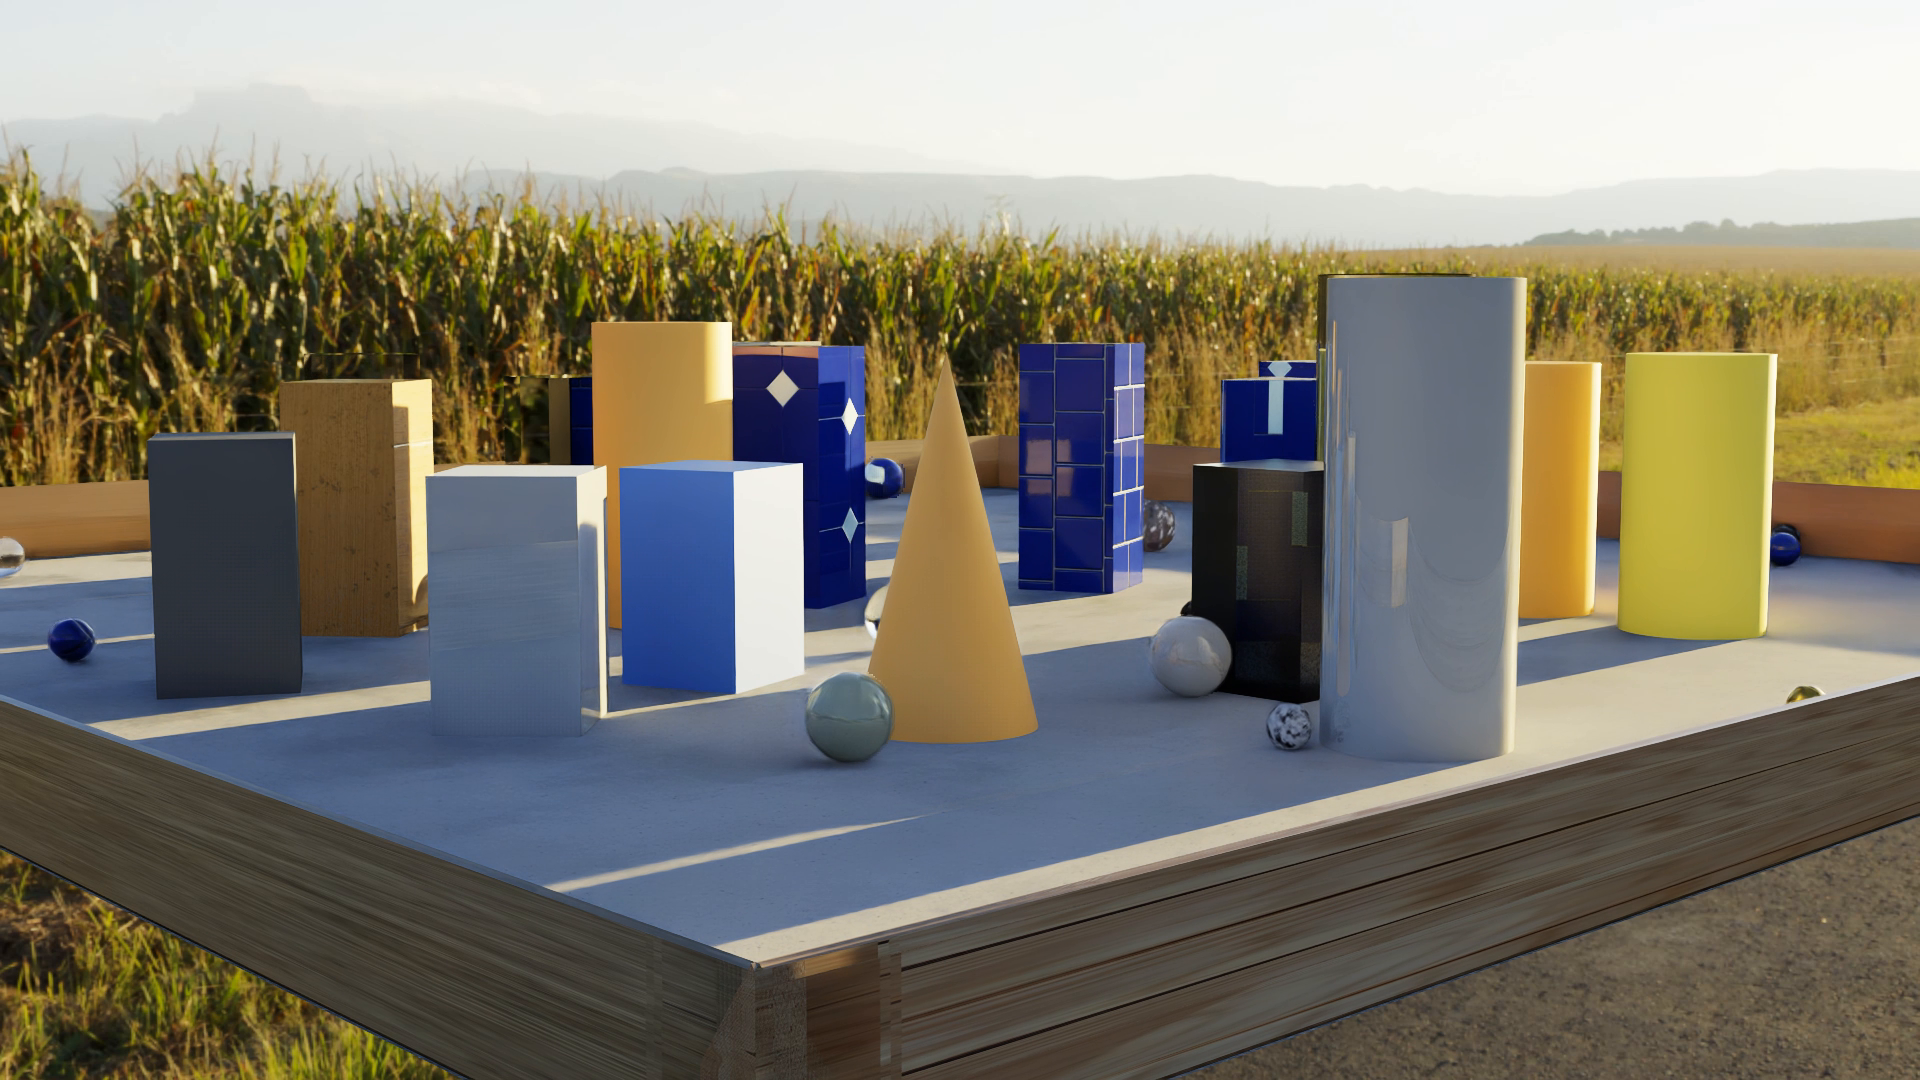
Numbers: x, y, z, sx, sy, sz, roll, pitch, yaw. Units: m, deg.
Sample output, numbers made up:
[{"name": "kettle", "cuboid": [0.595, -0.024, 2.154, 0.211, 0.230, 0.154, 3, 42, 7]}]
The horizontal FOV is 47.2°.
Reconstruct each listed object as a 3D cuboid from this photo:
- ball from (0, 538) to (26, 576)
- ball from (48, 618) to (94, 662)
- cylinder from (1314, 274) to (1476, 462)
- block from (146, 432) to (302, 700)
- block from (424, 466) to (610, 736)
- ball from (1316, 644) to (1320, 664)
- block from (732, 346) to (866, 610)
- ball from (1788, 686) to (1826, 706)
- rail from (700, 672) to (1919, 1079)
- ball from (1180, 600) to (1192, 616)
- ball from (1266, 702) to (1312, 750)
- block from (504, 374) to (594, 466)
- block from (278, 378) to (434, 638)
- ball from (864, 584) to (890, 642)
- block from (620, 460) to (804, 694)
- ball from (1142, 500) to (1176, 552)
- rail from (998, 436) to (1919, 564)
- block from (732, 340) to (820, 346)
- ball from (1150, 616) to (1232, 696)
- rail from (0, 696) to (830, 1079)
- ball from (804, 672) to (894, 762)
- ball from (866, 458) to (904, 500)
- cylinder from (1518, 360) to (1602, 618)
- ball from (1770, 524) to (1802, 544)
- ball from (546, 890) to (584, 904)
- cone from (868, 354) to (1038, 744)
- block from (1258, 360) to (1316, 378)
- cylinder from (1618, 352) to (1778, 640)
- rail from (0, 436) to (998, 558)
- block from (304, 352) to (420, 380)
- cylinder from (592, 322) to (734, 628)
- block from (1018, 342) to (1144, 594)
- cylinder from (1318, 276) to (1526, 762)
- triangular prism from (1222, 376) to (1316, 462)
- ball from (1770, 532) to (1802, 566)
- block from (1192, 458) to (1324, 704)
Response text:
[{"name": "ball", "cuboid": [-1.605, 0.029, 3.693, 0.065, 0.065, 0.065, 0, 6, 0]}, {"name": "ball", "cuboid": [-1.131, 0.128, 2.800, 0.054, 0.054, 0.054, 0, 6, 0]}, {"name": "cylinder", "cuboid": [0.556, -0.094, 2.826, 0.198, 0.490, 0.198, 0, 6, 0]}, {"name": "block", "cuboid": [-0.868, 0.025, 2.609, 0.159, 0.298, 0.159, -2, 6, -16]}, {"name": "block", "cuboid": [-0.474, 0.062, 2.374, 0.159, 0.274, 0.159, 0, 6, 2]}, {"name": "ball", "cuboid": [0.464, 0.138, 2.680, 0.058, 0.058, 0.058, 0, 6, 0]}, {"name": "block", "cuboid": [-0.251, -0.102, 3.376, 0.159, 0.391, 0.159, 3, 6, 23]}, {"name": "ball", "cuboid": [0.917, 0.178, 2.379, 0.042, 0.042, 0.042, 0, 6, 0]}, {"name": "rail", "cuboid": [1.074, 0.154, 2.175, 3.235, 0.129, 0.045, -5, 8, -42]}, {"name": "ball", "cuboid": [0.328, 0.106, 3.052, 0.045, 0.045, 0.045, 0, 6, 0]}, {"name": "ball", "cuboid": [0.335, 0.189, 2.239, 0.047, 0.047, 0.047, 0, 6, 0]}, {"name": "block", "cuboid": [-0.691, -0.123, 3.875, 0.159, 0.330, 0.159, -5, 8, -40]}, {"name": "block", "cuboid": [-0.839, -0.049, 3.076, 0.159, 0.347, 0.159, 1, 6, 5]}, {"name": "ball", "cuboid": [-0.081, 0.101, 2.888, 0.089, 0.089, 0.089, 0, 6, 0]}, {"name": "block", "cuboid": [-0.298, 0.040, 2.655, 0.159, 0.259, 0.159, 3, 7, 26]}, {"name": "ball", "cuboid": [0.351, -0.027, 4.073, 0.098, 0.098, 0.098, 0, 6, 0]}, {"name": "rail", "cuboid": [1.171, -0.078, 4.407, 0.045, 0.129, 3.214, -5, 8, -42]}, {"name": "block", "cuboid": [-0.392, -0.209, 4.448, 0.159, 0.383, 0.159, 4, 7, 35]}, {"name": "ball", "cuboid": [0.266, 0.134, 2.544, 0.094, 0.094, 0.094, 0, 6, 0]}, {"name": "rail", "cuboid": [-1.171, 0.146, 2.257, 0.045, 0.129, 3.214, -5, 8, -42]}, {"name": "ball", "cuboid": [-0.110, 0.175, 2.177, 0.089, 0.089, 0.089, 0, 6, 0]}, {"name": "ball", "cuboid": [-0.184, -0.146, 5.213, 0.099, 0.099, 0.099, 0, 6, 0]}, {"name": "cylinder", "cuboid": [0.845, -0.080, 3.273, 0.198, 0.368, 0.198, 0, 6, 0]}, {"name": "ball", "cuboid": [1.502, 0.001, 4.004, 0.057, 0.057, 0.057, 0, 6, 0]}, {"name": "ball", "cuboid": [-0.259, 0.261, 1.366, 0.086, 0.086, 0.086, 0, 6, 0]}, {"name": "cone", "cuboid": [-0.015, 0.000, 2.349, 0.198, 0.402, 0.198, 0, 6, 0]}, {"name": "block", "cuboid": [0.687, -0.172, 4.260, 0.159, 0.347, 0.159, 5, 8, 40]}, {"name": "cylinder", "cuboid": [1.025, -0.066, 3.062, 0.198, 0.385, 0.198, 0, 6, 0]}, {"name": "rail", "cuboid": [-1.074, -0.087, 4.489, 3.235, 0.129, 0.045, -5, 8, -42]}, {"name": "block", "cuboid": [-1.036, -0.138, 3.824, 0.159, 0.370, 0.159, -3, 7, -29]}, {"name": "cylinder", "cuboid": [-0.425, -0.097, 3.154, 0.198, 0.428, 0.198, 0, 6, 0]}, {"name": "block", "cuboid": [0.197, -0.121, 3.552, 0.159, 0.392, 0.159, 2, 6, 22]}, {"name": "cylinder", "cuboid": [0.471, -0.027, 2.249, 0.198, 0.477, 0.198, 0, 6, 0]}, {"name": "triangular prism", "cuboid": [0.441, -0.051, 3.083, 0.172, 0.351, 0.149, 0, 6, -2]}, {"name": "ball", "cuboid": [1.439, 0.017, 3.842, 0.059, 0.059, 0.059, 0, 6, 0]}, {"name": "block", "cuboid": [0.386, 0.043, 2.595, 0.159, 0.264, 0.159, 6, 8, 45]}]
